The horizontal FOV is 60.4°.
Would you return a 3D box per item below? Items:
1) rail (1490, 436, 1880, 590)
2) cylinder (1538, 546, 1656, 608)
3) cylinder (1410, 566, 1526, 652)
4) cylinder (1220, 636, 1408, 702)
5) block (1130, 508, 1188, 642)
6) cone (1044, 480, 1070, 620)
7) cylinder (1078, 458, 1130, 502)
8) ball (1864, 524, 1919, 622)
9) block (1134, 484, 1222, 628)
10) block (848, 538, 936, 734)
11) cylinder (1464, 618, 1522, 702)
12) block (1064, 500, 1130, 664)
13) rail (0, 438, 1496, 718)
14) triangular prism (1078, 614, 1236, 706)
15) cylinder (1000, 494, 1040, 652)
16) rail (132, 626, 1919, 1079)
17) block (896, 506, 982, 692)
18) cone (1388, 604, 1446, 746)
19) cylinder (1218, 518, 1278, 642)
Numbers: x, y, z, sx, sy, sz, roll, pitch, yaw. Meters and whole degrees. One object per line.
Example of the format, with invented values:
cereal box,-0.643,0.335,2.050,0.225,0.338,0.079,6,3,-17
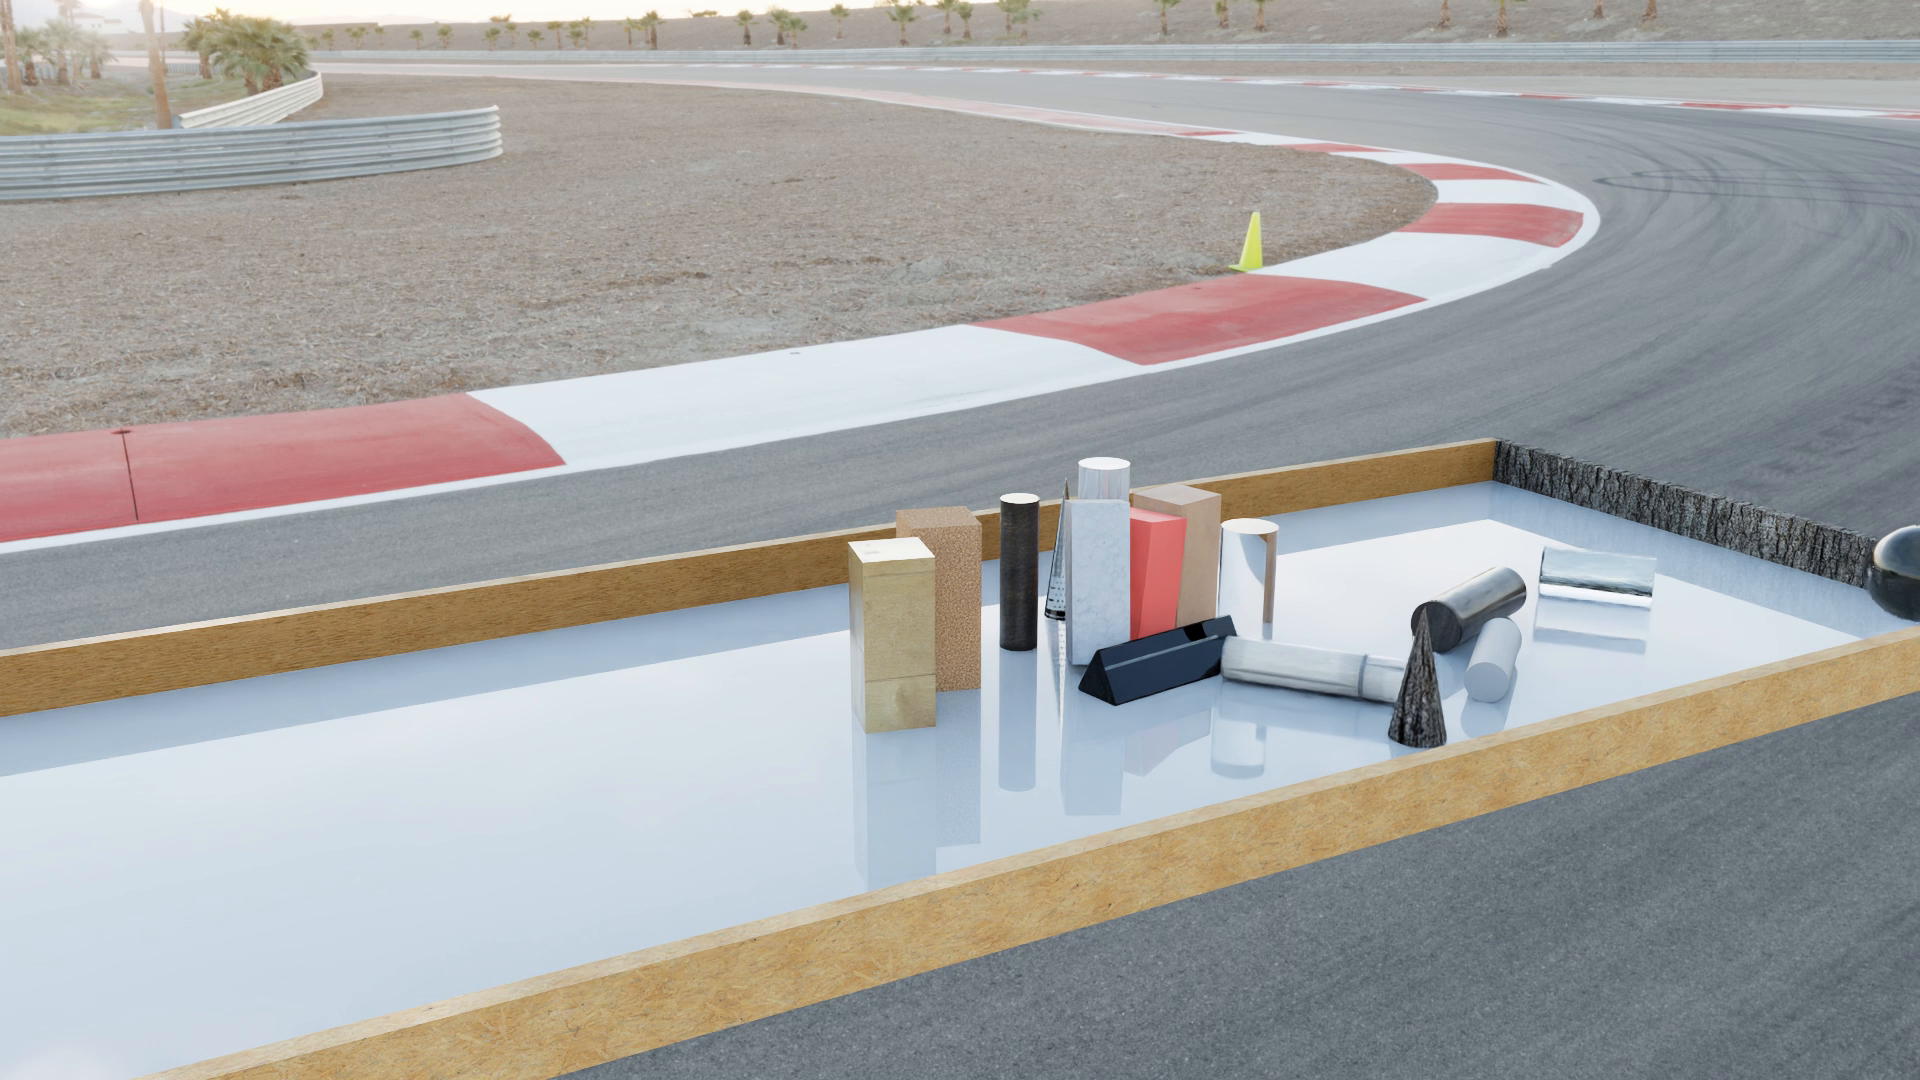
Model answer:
rail,2.466,-0.048,5.253,0.050,0.150,2.100,-9,18,-27
cylinder,1.831,0.106,4.742,0.303,0.142,0.142,7,18,22
cylinder,1.385,0.185,4.477,0.140,0.140,0.415,14,21,40
cylinder,0.876,0.319,4.077,0.445,0.107,0.107,7,18,22
block,0.464,0.097,4.392,0.177,0.334,0.177,13,12,37
cone,0.292,0.013,4.587,0.111,0.409,0.111,0,16,0
cylinder,0.420,-0.046,4.853,0.149,0.370,0.149,0,16,0
ball,2.654,0.093,4.558,0.270,0.270,0.270,0,16,0
block,0.597,0.044,4.576,0.170,0.355,0.170,-15,22,-41
block,-0.160,0.221,3.865,0.168,0.416,0.168,-4,17,-14
cylinder,1.344,0.299,4.154,0.104,0.104,0.356,7,18,22
block,0.352,0.105,4.235,0.147,0.409,0.147,-1,5,-3
rail,-3.305,0.497,3.399,12.000,0.150,0.050,-9,18,-27
triangular prism,0.515,0.288,4.150,0.452,0.121,0.140,-12,20,-35
cylinder,0.156,0.086,4.346,0.103,0.405,0.103,0,16,0
rail,-2.336,1.006,1.665,12.000,0.150,0.050,-9,18,-27
block,-0.053,0.147,4.103,0.177,0.424,0.177,-4,17,-13
cone,1.052,0.297,3.766,0.132,0.323,0.132,-1,15,0
cylinder,0.751,0.127,4.318,0.146,0.340,0.146,0,16,0
